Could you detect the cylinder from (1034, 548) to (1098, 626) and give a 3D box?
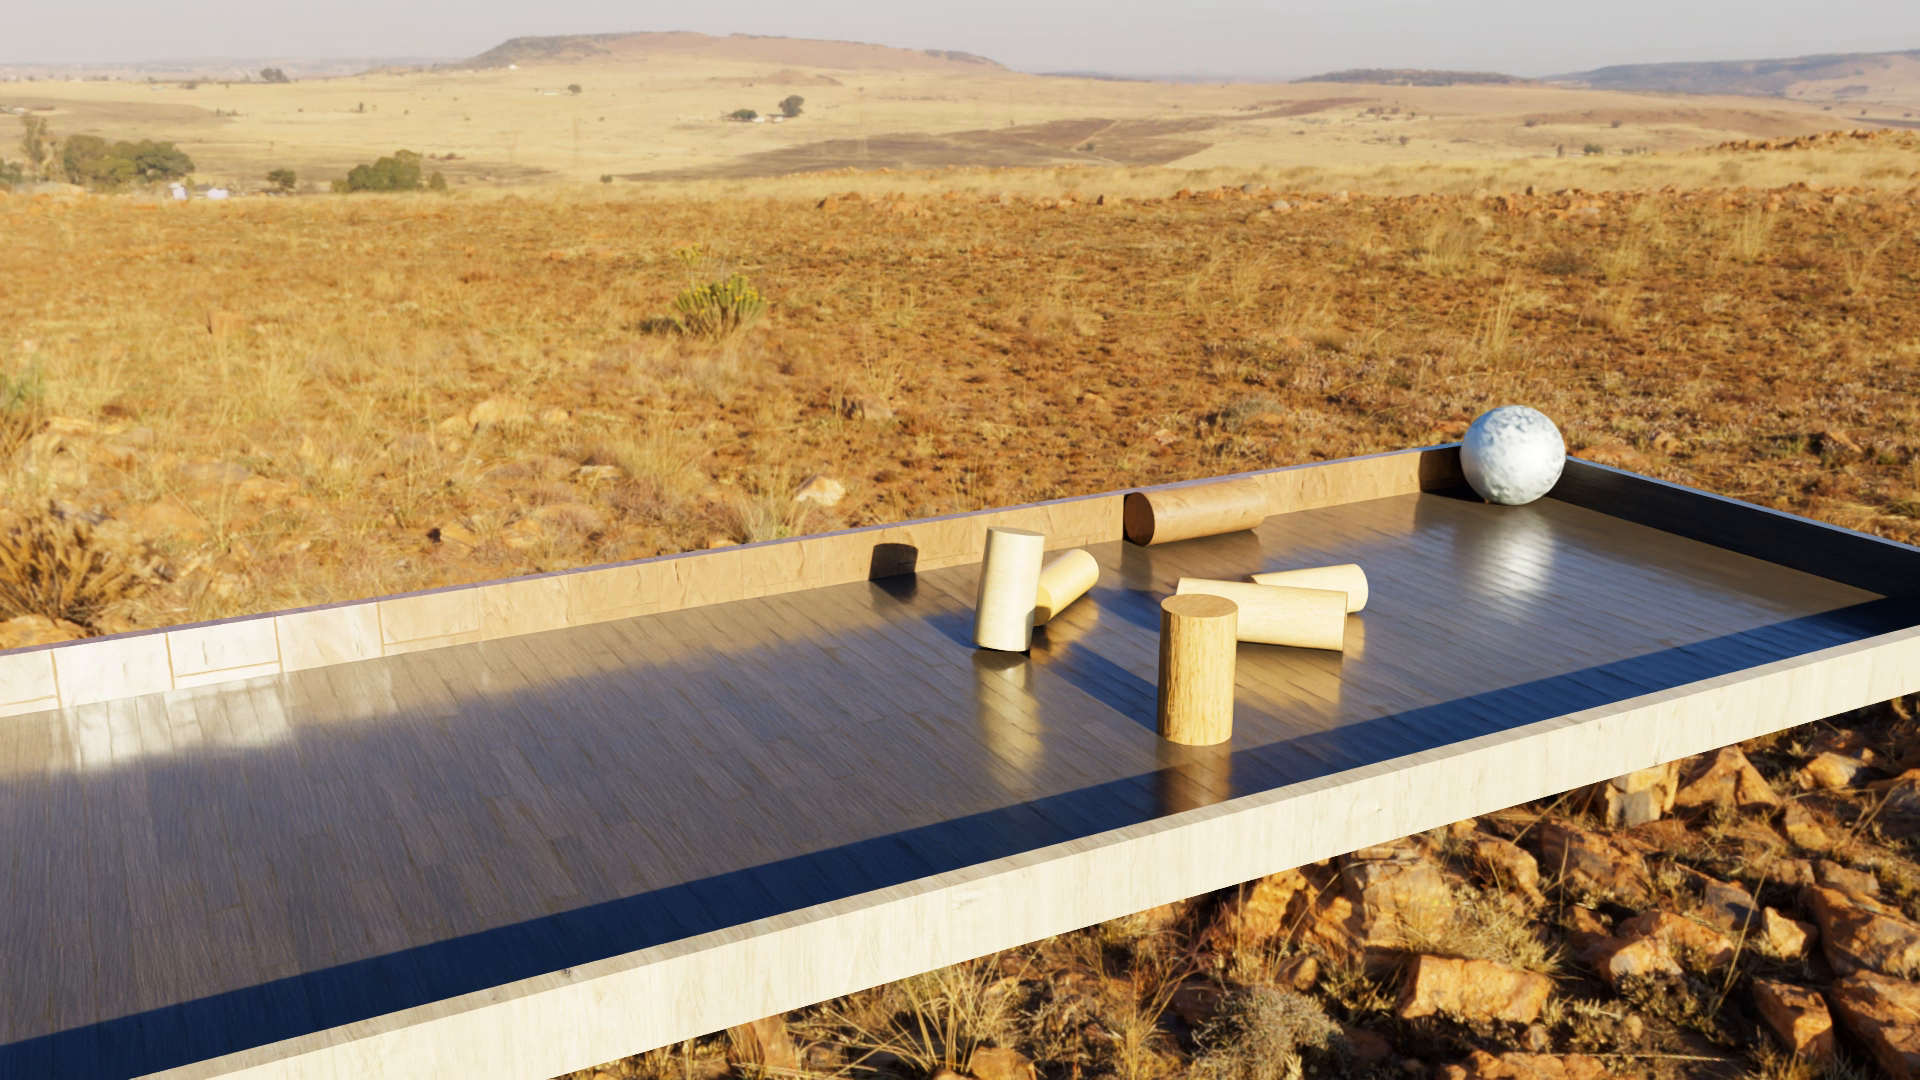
[{"bbox_3d":[0.270,0.132,4.677,0.129,0.129,0.341,8,18,25],"label":"cylinder"}]

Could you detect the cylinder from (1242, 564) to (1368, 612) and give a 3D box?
[{"bbox_3d":[0.958,0.149,4.604,0.330,0.135,0.135,-6,17,-18],"label":"cylinder"}]

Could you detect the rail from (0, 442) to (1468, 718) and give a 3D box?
[{"bbox_3d":[-3.305,0.497,3.399,12.000,0.150,0.050,-9,18,-27],"label":"rail"}]

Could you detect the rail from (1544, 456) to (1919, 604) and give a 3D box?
[{"bbox_3d":[2.466,-0.048,5.253,0.050,0.150,2.100,-9,18,-27],"label":"rail"}]

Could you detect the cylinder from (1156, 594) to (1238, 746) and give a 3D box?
[{"bbox_3d":[0.546,0.296,3.800,0.174,0.308,0.174,0,16,0],"label":"cylinder"}]

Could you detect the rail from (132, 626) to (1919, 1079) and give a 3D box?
[{"bbox_3d":[-2.336,1.006,1.665,12.000,0.150,0.050,-9,18,-27],"label":"rail"}]

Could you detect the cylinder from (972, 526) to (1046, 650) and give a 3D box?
[{"bbox_3d":[0.128,0.126,4.342,0.156,0.303,0.156,7,7,-1],"label":"cylinder"}]

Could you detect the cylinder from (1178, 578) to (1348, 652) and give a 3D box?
[{"bbox_3d":[0.805,0.197,4.404,0.438,0.158,0.158,5,17,16],"label":"cylinder"}]

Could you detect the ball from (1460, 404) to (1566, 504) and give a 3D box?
[{"bbox_3d":[1.923,-0.296,5.746,0.348,0.348,0.348,0,16,0],"label":"ball"}]
